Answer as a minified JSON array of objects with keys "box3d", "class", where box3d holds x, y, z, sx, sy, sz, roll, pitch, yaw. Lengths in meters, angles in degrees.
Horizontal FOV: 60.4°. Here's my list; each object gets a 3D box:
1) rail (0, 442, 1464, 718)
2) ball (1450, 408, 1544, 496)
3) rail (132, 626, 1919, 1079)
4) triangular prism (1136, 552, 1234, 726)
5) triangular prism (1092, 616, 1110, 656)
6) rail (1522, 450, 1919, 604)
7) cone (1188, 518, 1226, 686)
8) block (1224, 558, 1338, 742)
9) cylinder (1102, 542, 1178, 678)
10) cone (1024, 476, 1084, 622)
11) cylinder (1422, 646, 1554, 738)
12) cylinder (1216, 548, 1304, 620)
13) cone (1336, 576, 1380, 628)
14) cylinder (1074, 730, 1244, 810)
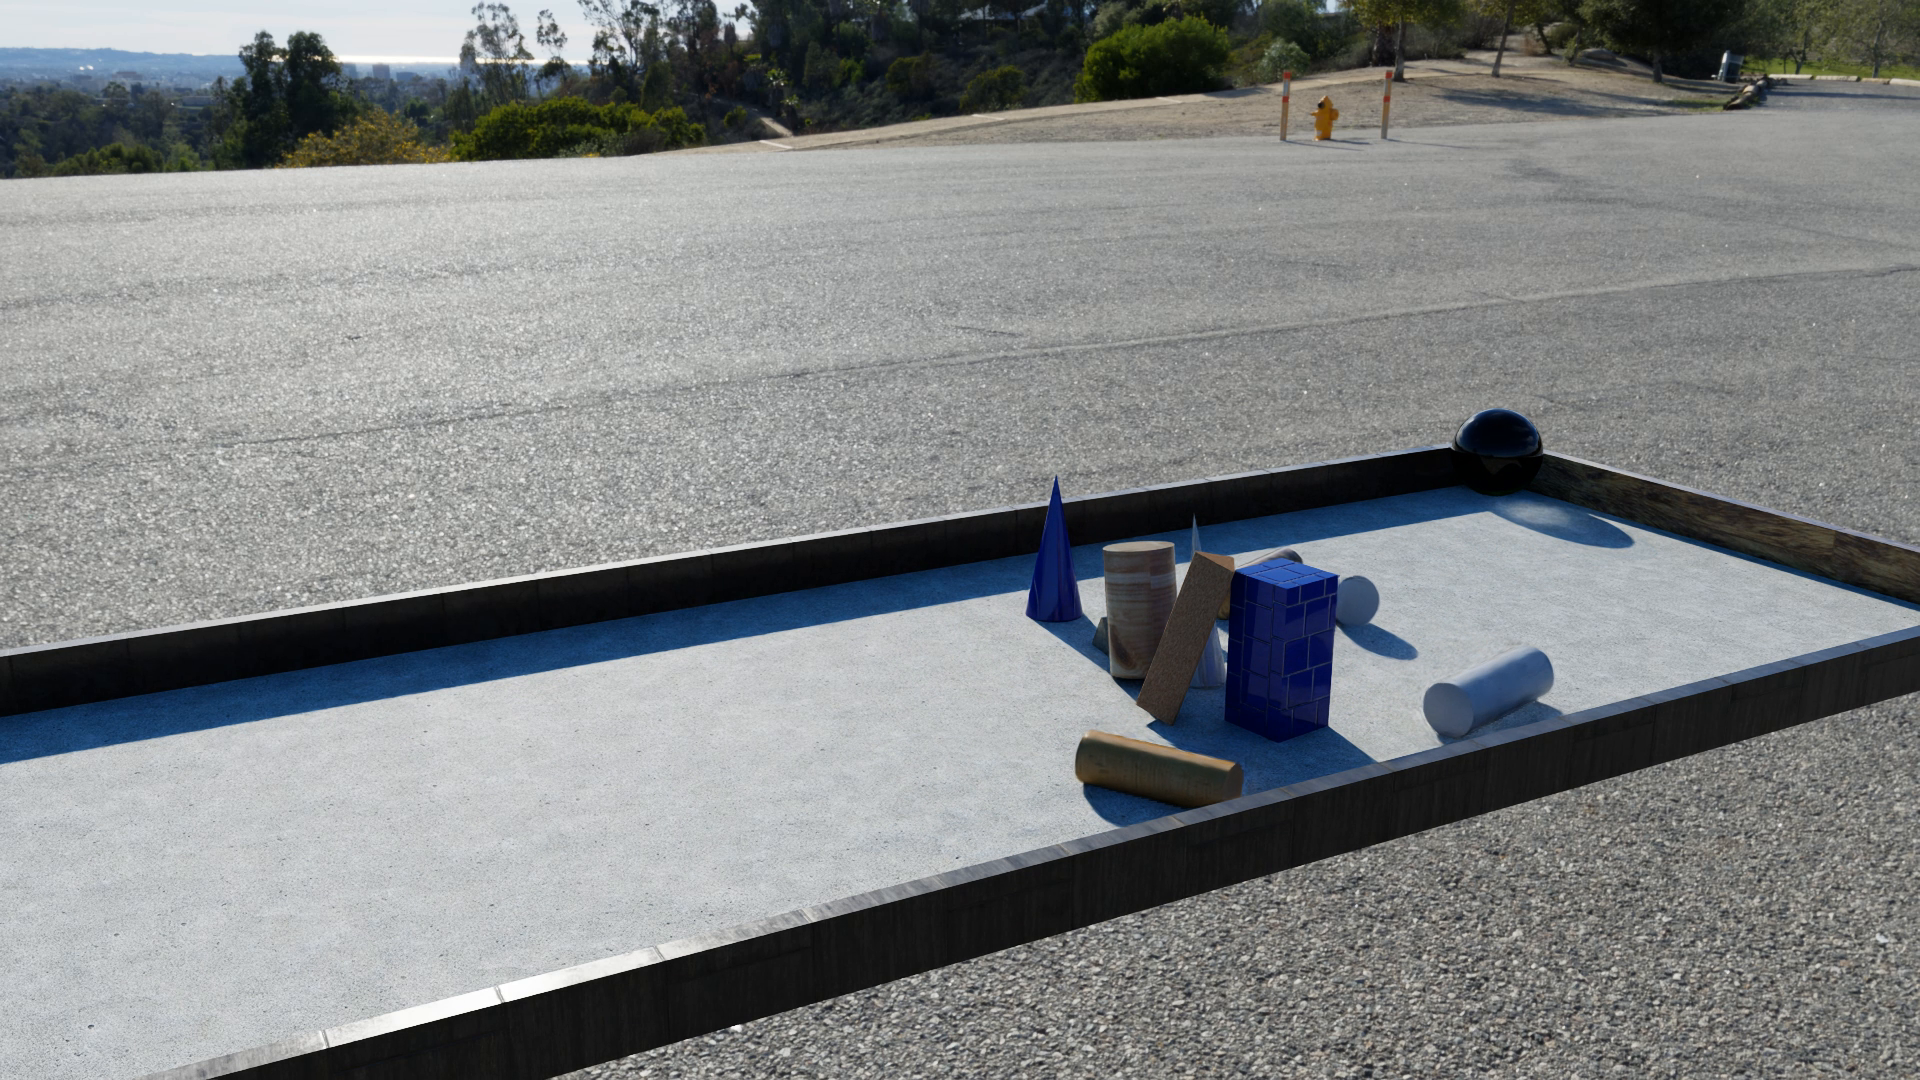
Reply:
[{"box3d":[-3.305,0.497,3.399,12.000,0.150,0.050,-9,18,-27],"class":"rail"},{"box3d":[1.907,-0.312,5.860,0.314,0.314,0.314,0,16,0],"class":"ball"},{"box3d":[-2.336,1.006,1.665,12.000,0.150,0.050,-9,18,-27],"class":"rail"},{"box3d":[0.546,0.227,3.864,0.107,0.407,0.093,30,22,30],"class":"triangular prism"},{"box3d":[0.517,0.231,4.399,0.311,0.091,0.105,-6,17,-20],"class":"triangular prism"},{"box3d":[2.466,-0.048,5.253,0.050,0.150,2.100,-9,18,-27],"class":"rail"},{"box3d":[0.595,0.141,4.093,0.111,0.431,0.111,-5,13,1],"class":"cone"},{"box3d":[0.745,0.253,3.835,0.171,0.371,0.171,-12,20,-35],"class":"block"},{"box3d":[0.458,0.174,4.152,0.179,0.319,0.179,-4,7,1],"class":"cylinder"},{"box3d":[0.265,0.010,4.598,0.165,0.407,0.165,0,16,0],"class":"cone"},{"box3d":[1.255,0.356,3.910,0.365,0.132,0.132,-15,22,-41],"class":"cylinder"},{"box3d":[0.843,0.122,4.722,0.122,0.122,0.370,13,21,38],"class":"cylinder"},{"box3d":[1.039,0.151,4.718,0.142,0.142,0.389,-4,7,-14],"class":"cone"},{"box3d":[0.418,0.491,3.484,0.337,0.114,0.114,10,19,30],"class":"cylinder"}]
